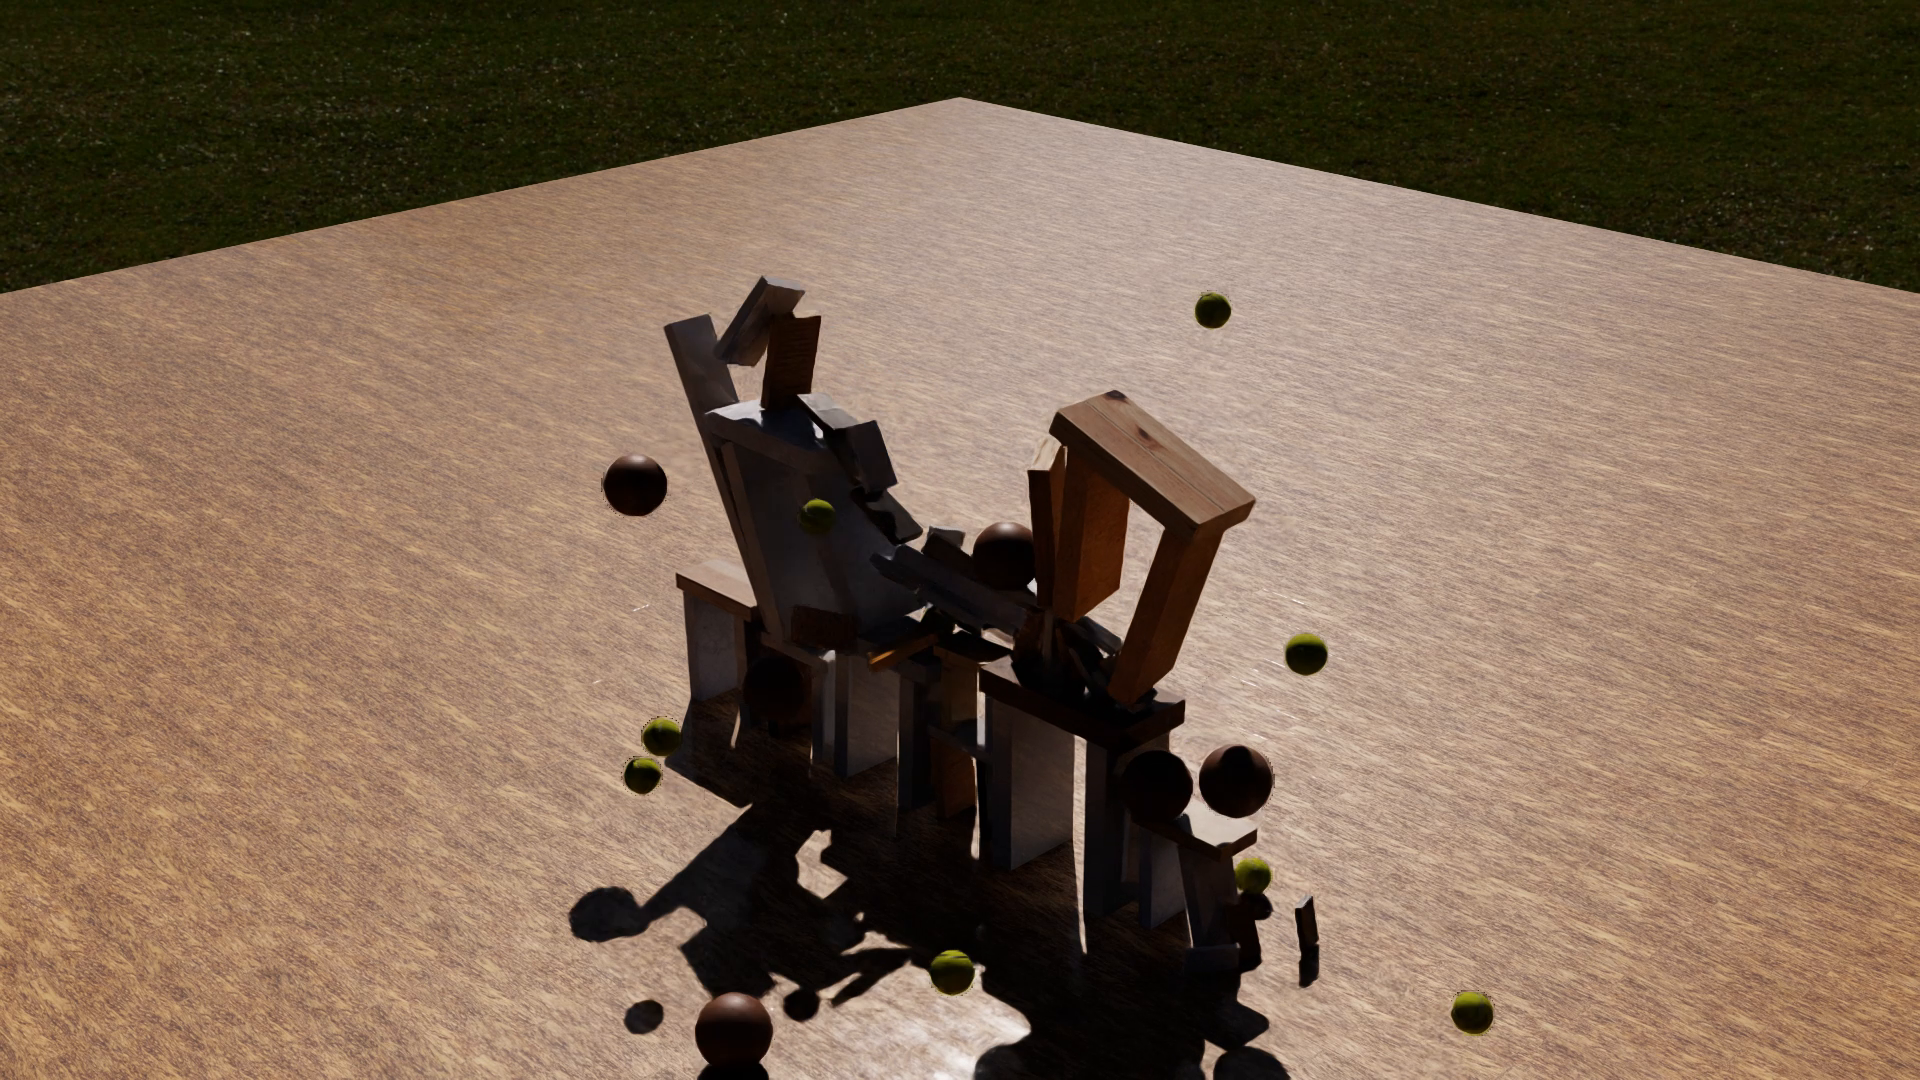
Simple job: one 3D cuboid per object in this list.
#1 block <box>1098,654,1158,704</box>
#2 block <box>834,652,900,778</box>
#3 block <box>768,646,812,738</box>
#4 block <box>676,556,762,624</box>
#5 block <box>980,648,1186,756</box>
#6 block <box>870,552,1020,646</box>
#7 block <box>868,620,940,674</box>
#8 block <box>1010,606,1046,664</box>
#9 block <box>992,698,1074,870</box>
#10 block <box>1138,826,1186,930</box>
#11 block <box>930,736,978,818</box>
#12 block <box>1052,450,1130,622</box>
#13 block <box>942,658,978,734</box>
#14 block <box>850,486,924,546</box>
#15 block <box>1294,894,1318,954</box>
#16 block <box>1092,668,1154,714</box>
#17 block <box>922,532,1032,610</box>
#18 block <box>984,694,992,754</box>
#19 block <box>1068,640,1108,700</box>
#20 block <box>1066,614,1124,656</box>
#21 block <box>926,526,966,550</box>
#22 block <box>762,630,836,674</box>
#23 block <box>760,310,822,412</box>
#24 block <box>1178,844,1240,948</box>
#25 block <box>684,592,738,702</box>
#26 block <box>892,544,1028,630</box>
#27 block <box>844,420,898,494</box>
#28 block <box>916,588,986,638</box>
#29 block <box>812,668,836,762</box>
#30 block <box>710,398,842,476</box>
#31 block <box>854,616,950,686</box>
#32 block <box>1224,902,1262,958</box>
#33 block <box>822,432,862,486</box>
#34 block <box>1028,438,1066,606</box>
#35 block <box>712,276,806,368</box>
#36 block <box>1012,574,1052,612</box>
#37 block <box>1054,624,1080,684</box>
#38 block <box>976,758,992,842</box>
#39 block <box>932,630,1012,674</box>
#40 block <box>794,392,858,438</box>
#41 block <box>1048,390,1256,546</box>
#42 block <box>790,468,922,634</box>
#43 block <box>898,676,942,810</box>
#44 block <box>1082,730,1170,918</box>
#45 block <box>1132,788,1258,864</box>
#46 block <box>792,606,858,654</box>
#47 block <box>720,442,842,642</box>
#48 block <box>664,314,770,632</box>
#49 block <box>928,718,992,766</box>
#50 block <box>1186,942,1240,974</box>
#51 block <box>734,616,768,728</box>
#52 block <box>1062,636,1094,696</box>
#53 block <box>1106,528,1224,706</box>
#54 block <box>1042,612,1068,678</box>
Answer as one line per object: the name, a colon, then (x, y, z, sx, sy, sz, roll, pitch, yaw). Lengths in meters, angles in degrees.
block: (0.306, 0.253, 4.004, 0.054, 0.015, 0.107, -13, 49, -39)
block: (-0.194, 0.337, 4.589, 0.041, 0.290, 0.145, 22, 30, 40)
block: (-0.364, 0.314, 4.748, 0.030, 0.212, 0.106, 23, 32, 40)
block: (-0.489, 0.106, 4.799, 0.129, 0.037, 0.258, -21, 31, -40)
block: (0.226, 0.289, 4.104, 0.178, 0.050, 0.356, -21, 31, -40)
block: (-0.025, 0.120, 4.349, 0.366, 0.072, 0.021, 27, 77, 30)
block: (-0.111, 0.209, 4.323, 0.144, 0.020, 0.072, -27, 19, 4)
block: (0.142, 0.172, 4.148, 0.067, 0.134, 0.019, -21, 54, -40)
block: (0.143, 0.445, 4.258, 0.178, 0.356, 0.050, -21, 31, -41)
block: (0.376, 0.606, 4.066, 0.104, 0.208, 0.029, -21, 29, -41)
block: (-0.012, 0.464, 4.435, 0.088, 0.176, 0.025, -23, 27, -38)
block: (0.244, -0.036, 3.988, 0.048, 0.338, 0.169, 20, 32, 27)
block: (0.000, 0.292, 4.341, 0.023, 0.162, 0.081, 19, 31, 35)
block: (-0.146, -0.053, 4.364, 0.072, 0.021, 0.145, -22, 62, -44)
block: (0.629, 0.697, 3.990, 0.014, 0.095, 0.048, 5, 27, 35)
block: (0.296, 0.270, 4.005, 0.054, 0.015, 0.107, -16, 50, -43)
block: (0.051, 0.090, 4.368, 0.276, 0.039, 0.138, 32, -11, 7)
block: (0.083, 0.327, 4.261, 0.023, 0.162, 0.081, 20, 33, 38)
block: (0.248, 0.238, 4.047, 0.054, 0.015, 0.107, -19, 74, -40)
block: (0.252, 0.174, 4.050, 0.107, 0.015, 0.054, 34, 25, 23)
block: (-0.042, 0.044, 4.525, 0.072, 0.145, 0.021, 6, 18, -26)
block: (-0.310, 0.222, 4.653, 0.212, 0.030, 0.106, 21, 31, 41)
block: (-0.354, -0.374, 4.593, 0.104, 0.208, 0.029, -12, 35, -37)
block: (0.456, 0.637, 3.992, 0.104, 0.208, 0.029, -20, 15, -38)
block: (-0.548, 0.219, 4.912, 0.129, 0.258, 0.037, -21, 29, -41)
block: (0.029, 0.121, 4.359, 0.340, 0.138, 0.039, 28, 77, 25)
block: (-0.176, -0.165, 4.360, 0.068, 0.136, 0.019, -16, -5, -35)
block: (-0.016, 0.143, 4.298, 0.144, 0.020, 0.072, 29, -12, 9)
block: (-0.264, 0.353, 4.656, 0.106, 0.212, 0.030, -21, 32, -41)
block: (-0.349, -0.220, 4.555, 0.169, 0.048, 0.338, -17, 29, -40)
block: (-0.118, 0.210, 4.464, 0.290, 0.041, 0.145, 21, 29, 40)
block: (0.513, 0.709, 3.984, 0.048, 0.095, 0.014, -7, -14, -17)
block: (-0.214, -0.171, 4.408, 0.068, 0.019, 0.136, -12, 59, -39)
block: (0.166, -0.033, 4.033, 0.039, 0.276, 0.138, 2, 28, 14)
block: (-0.416, -0.450, 4.542, 0.104, 0.208, 0.029, 4, 41, -48)
block: (0.169, 0.107, 4.092, 0.134, 0.019, 0.067, 22, 33, 30)
block: (0.208, 0.207, 4.095, 0.015, 0.107, 0.054, 2, 18, 45)
block: (0.076, 0.499, 4.355, 0.088, 0.176, 0.025, -23, 30, -39)
block: (0.035, 0.222, 4.270, 0.162, 0.023, 0.081, 20, 32, 38)
block: (-0.267, -0.254, 4.436, 0.068, 0.019, 0.136, -12, 40, -37)
block: (0.333, -0.130, 3.823, 0.338, 0.048, 0.169, 41, 40, 26)
block: (-0.209, 0.011, 4.480, 0.169, 0.337, 0.048, -21, 0, -44)
block: (-0.058, 0.391, 4.463, 0.041, 0.290, 0.145, 22, 30, 40)
block: (0.311, 0.510, 4.103, 0.050, 0.355, 0.178, 21, 31, 41)
block: (0.423, 0.514, 3.977, 0.208, 0.029, 0.104, 21, 31, 40)
block: (-0.265, 0.177, 4.331, 0.144, 0.072, 0.020, 13, -22, -36)
block: (-0.370, -0.014, 4.648, 0.169, 0.426, 0.048, -16, 2, -39)
block: (-0.472, -0.143, 4.680, 0.104, 0.682, 0.029, -21, 4, -41)
block: (0.029, 0.389, 4.354, 0.088, 0.025, 0.176, -24, 33, -39)
block: (0.452, 0.749, 3.934, 0.095, 0.048, 0.014, -4, 28, -10)
block: (-0.425, 0.267, 4.799, 0.129, 0.258, 0.037, -20, 29, -39)
block: (0.238, 0.231, 4.066, 0.054, 0.107, 0.015, -22, -14, -41)
block: (0.370, 0.109, 3.891, 0.048, 0.369, 0.169, 31, 37, 21)
block: (0.186, 0.185, 4.111, 0.019, 0.134, 0.067, 22, 33, 37)
